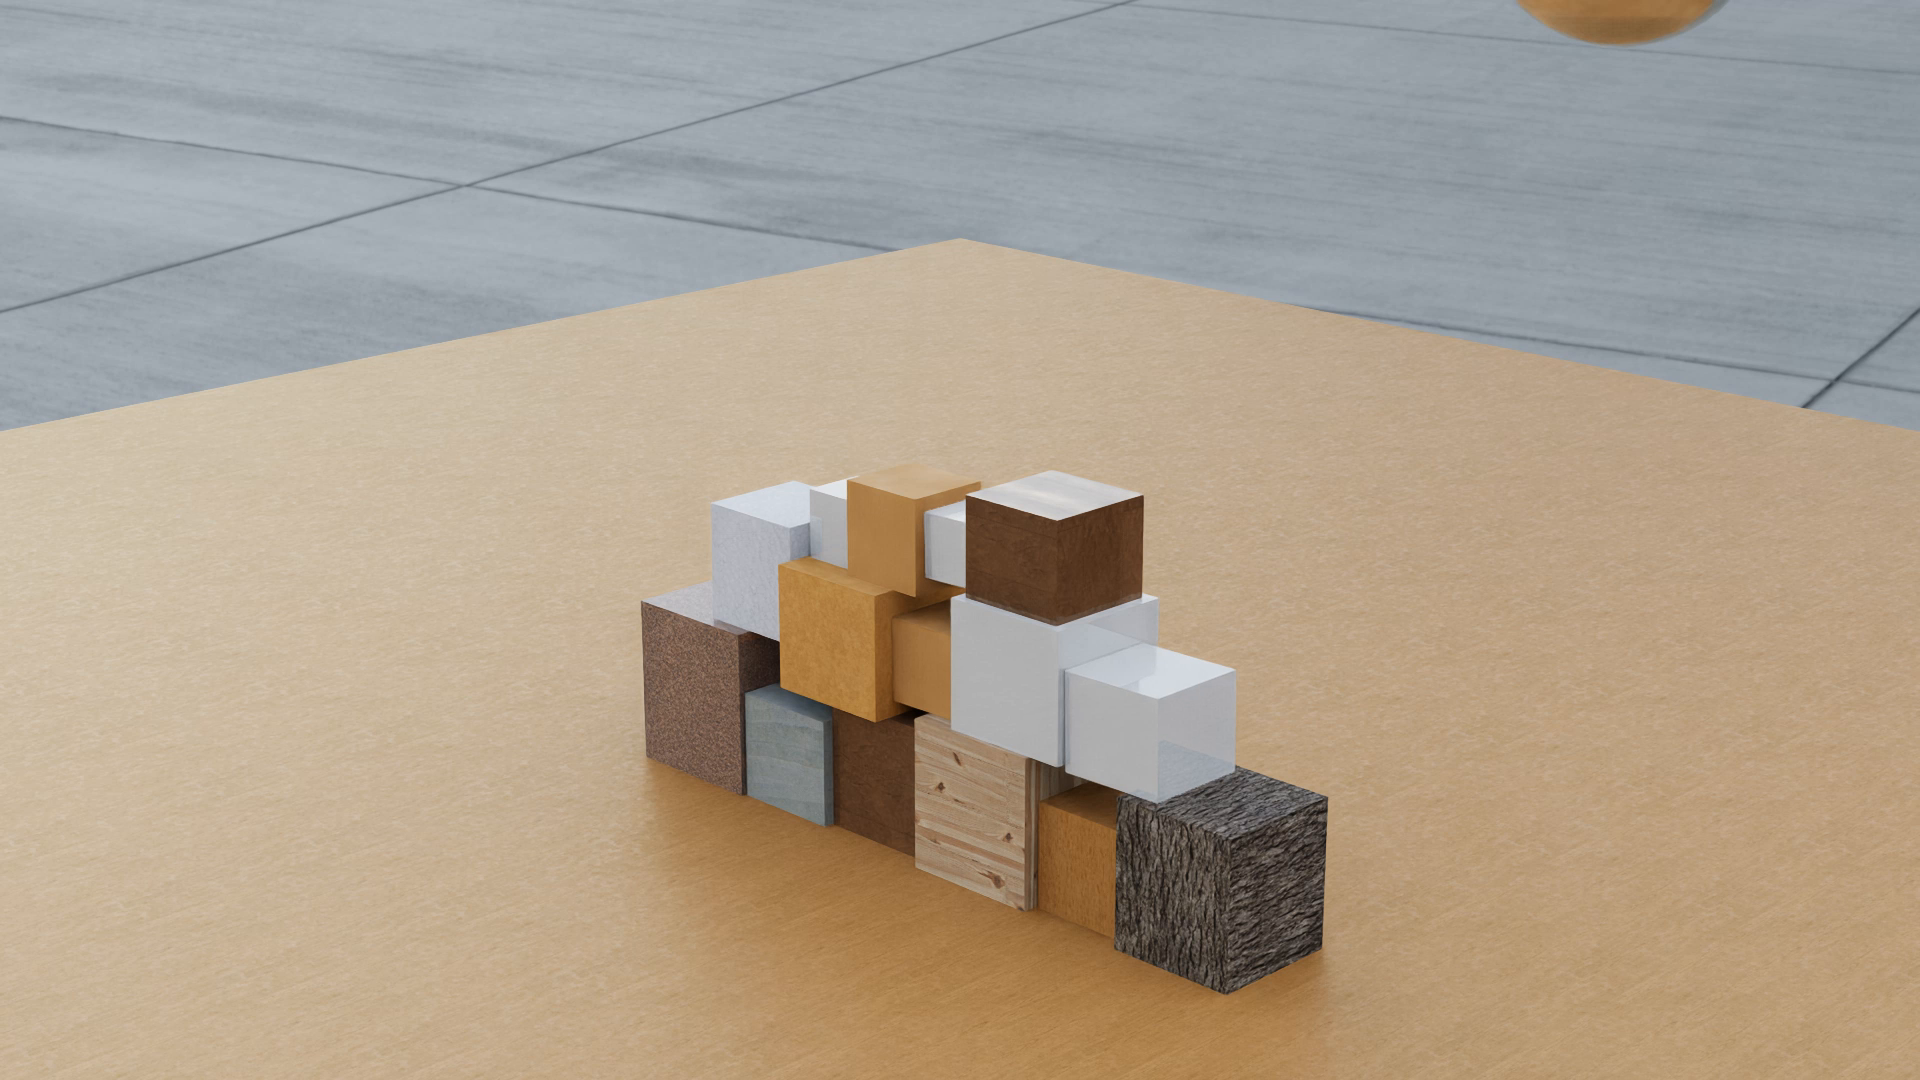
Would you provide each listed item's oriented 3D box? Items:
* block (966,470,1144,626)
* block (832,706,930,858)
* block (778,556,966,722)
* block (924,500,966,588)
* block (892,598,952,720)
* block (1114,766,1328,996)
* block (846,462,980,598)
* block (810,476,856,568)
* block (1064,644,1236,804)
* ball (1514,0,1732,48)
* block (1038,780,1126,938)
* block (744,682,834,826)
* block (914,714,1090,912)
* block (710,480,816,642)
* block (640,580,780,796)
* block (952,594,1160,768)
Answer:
[{"bbox_3d":[0.416,0.028,12.937,0.556,0.477,0.552,-17,24,-42],"label":"block"},{"bbox_3d":[-0.192,1.062,13.890,0.537,0.645,0.624,-17,24,-42],"label":"block"},{"bbox_3d":[-0.394,0.410,13.861,0.644,0.615,0.657,-17,24,-42],"label":"block"},{"bbox_3d":[0.088,0.015,13.276,0.359,0.309,0.345,-17,22,-42],"label":"block"},{"bbox_3d":[0.007,0.544,13.499,0.456,0.404,0.445,-17,23,-42],"label":"block"},{"bbox_3d":[1.119,1.434,12.600,0.641,0.709,0.633,-17,24,-42],"label":"block"},{"bbox_3d":[-0.213,-0.053,13.538,0.421,0.463,0.452,-17,24,-42],"label":"block"},{"bbox_3d":[-0.486,-0.079,13.830,0.309,0.338,0.320,-17,24,-42],"label":"block"},{"bbox_3d":[0.825,0.786,12.706,0.510,0.468,0.533,-17,23,-42],"label":"block"},{"bbox_3d":[3.645,-3.506,16.061,1.600,1.600,1.600,0,17,0],"label":"ball"},{"bbox_3d":[0.726,1.397,13.046,0.547,0.512,0.522,-17,24,-42],"label":"block"},{"bbox_3d":[-0.612,0.986,14.319,0.656,0.532,0.561,-17,24,-42],"label":"block"},{"bbox_3d":[0.288,1.160,13.430,0.701,0.733,0.697,-17,24,-42],"label":"block"},{"bbox_3d":[-0.812,0.105,14.248,0.541,0.588,0.570,-17,24,-42],"label":"block"},{"bbox_3d":[-1.081,0.703,14.717,0.702,0.834,0.739,-17,24,-42],"label":"block"},{"bbox_3d":[0.422,0.554,13.099,0.650,0.623,0.655,-17,24,-42],"label":"block"}]
